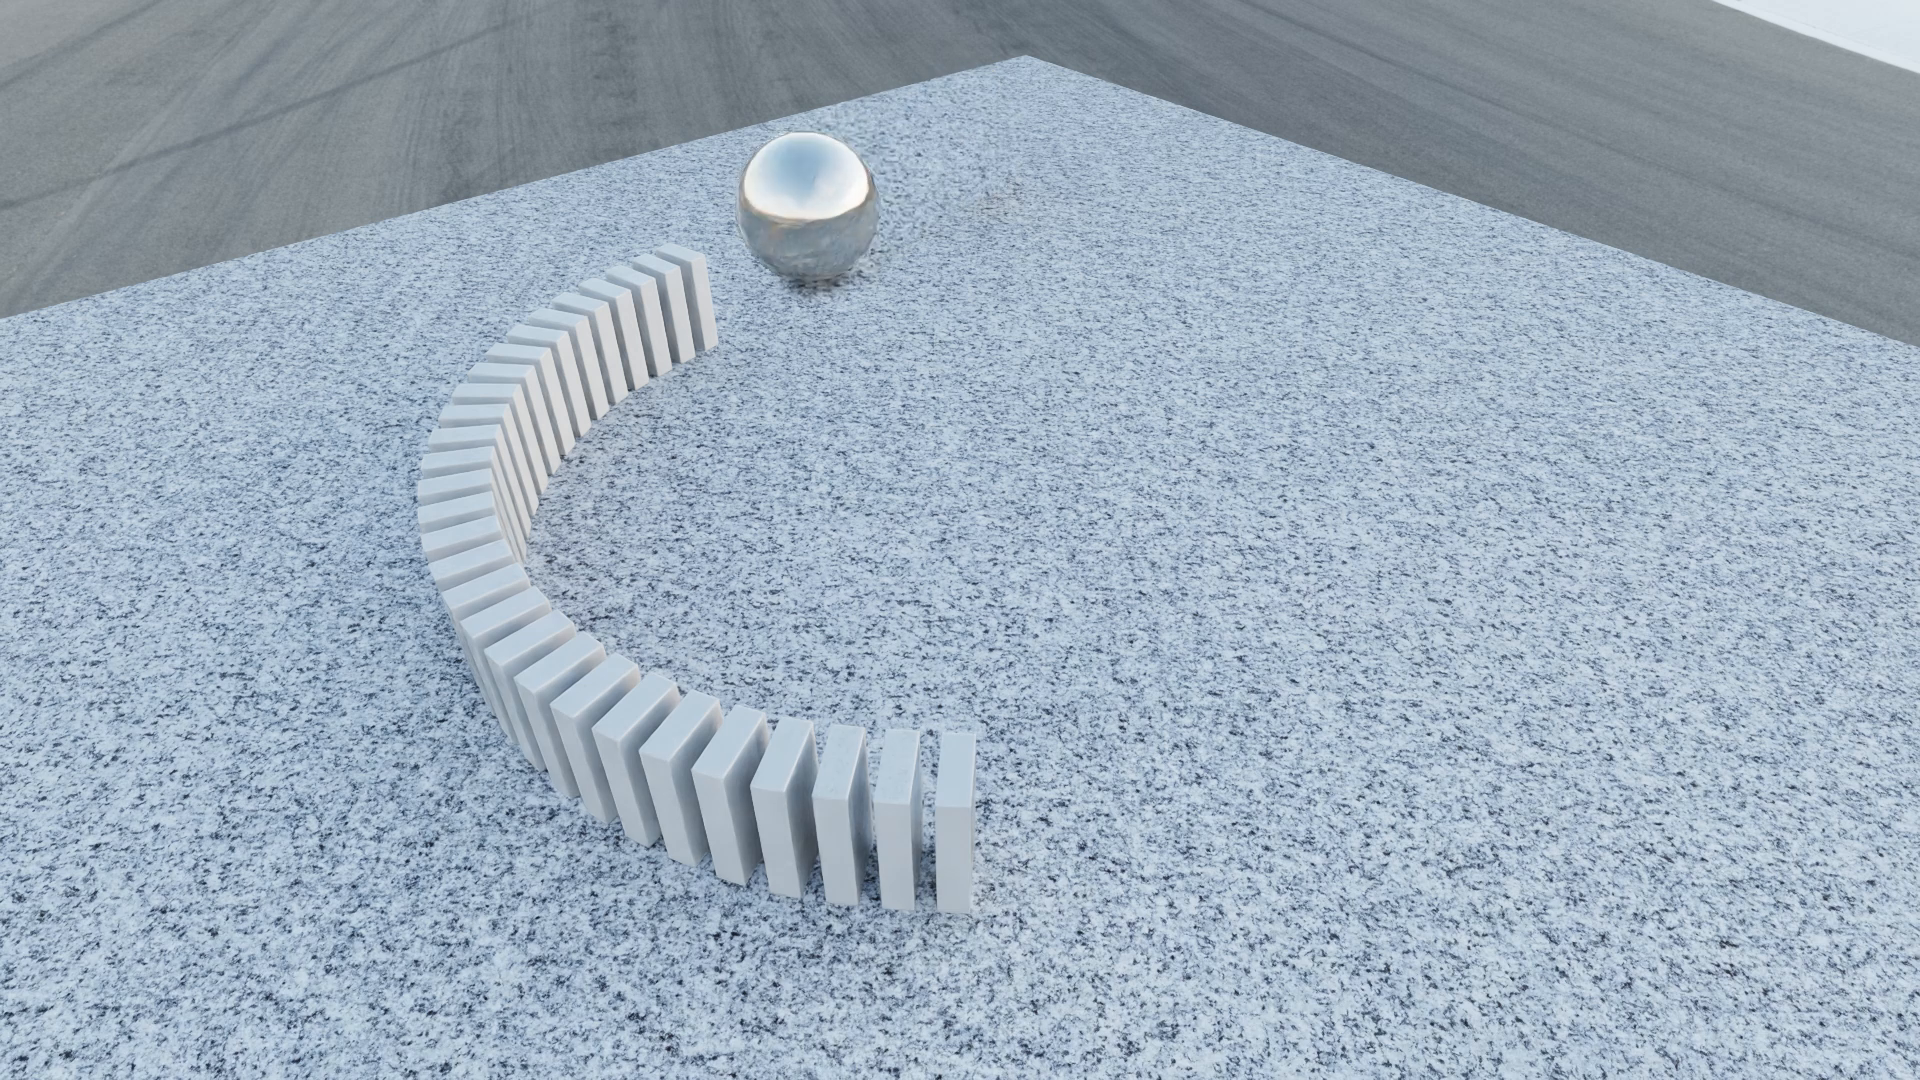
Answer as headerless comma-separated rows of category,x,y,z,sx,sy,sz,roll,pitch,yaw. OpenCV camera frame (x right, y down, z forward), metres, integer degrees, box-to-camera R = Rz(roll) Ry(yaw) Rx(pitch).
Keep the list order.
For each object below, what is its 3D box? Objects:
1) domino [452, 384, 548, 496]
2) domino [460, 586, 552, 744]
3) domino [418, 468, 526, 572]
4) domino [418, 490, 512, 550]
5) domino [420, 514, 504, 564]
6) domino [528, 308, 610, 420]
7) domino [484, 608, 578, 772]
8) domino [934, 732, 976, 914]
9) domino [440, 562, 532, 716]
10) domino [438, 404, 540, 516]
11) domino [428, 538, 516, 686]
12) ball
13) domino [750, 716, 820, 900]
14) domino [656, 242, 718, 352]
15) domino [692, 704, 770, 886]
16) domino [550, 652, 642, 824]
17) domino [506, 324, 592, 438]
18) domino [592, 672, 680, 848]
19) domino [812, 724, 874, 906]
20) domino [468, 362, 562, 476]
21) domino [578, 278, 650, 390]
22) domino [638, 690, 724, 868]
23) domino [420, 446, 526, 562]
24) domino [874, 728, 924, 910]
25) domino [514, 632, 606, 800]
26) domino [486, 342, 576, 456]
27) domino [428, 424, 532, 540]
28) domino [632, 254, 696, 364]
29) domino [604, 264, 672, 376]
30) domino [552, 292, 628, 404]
domino,-0.193,-0.042,0.462,0.025,0.050,0.010,0,39,0
domino,-0.143,0.042,0.361,0.025,0.050,0.009,-30,48,-31
domino,-0.183,-0.002,0.414,0.025,0.050,0.010,-12,41,-14
domino,-0.177,0.008,0.402,0.025,0.050,0.010,-15,42,-18
domino,-0.170,0.017,0.391,0.025,0.050,0.010,-18,43,-21
domino,-0.181,-0.081,0.511,0.025,0.050,0.009,13,41,15
domino,-0.132,0.049,0.352,0.009,0.050,0.025,31,48,32
domino,-0.001,0.081,0.313,0.009,0.050,0.025,3,39,3
domino,-0.153,0.034,0.370,0.025,0.050,0.009,-26,46,-28
domino,-0.192,-0.032,0.450,0.025,0.050,0.010,-3,39,-3
domino,-0.162,0.025,0.380,0.025,0.050,0.009,-22,44,-25
ball,-0.085,-0.186,0.615,0.080,0.080,0.080,0,39,0
domino,-0.049,0.078,0.317,0.009,0.050,0.025,8,40,9
domino,-0.139,-0.124,0.563,0.025,0.050,0.009,24,45,26
domino,-0.064,0.075,0.320,0.010,0.050,0.025,13,41,15
domino,-0.107,0.061,0.337,0.009,0.050,0.025,23,44,25
domino,-0.186,-0.072,0.499,0.025,0.050,0.009,10,40,12
domino,-0.093,0.067,0.330,0.010,0.050,0.025,19,43,22
domino,-0.033,0.079,0.315,0.009,0.050,0.025,5,40,6
domino,-0.192,-0.052,0.475,0.025,0.050,0.009,4,39,4
domino,-0.167,-0.100,0.533,0.025,0.050,0.010,22,44,24
domino,-0.079,0.071,0.325,0.010,0.050,0.025,16,42,18
domino,-0.187,-0.012,0.426,0.025,0.050,0.009,-9,40,-10
domino,-0.017,0.080,0.313,0.010,0.050,0.025,3,39,4
domino,-0.120,0.055,0.344,0.009,0.050,0.025,27,46,29
domino,-0.189,-0.062,0.487,0.025,0.050,0.010,7,40,8
domino,-0.190,-0.022,0.438,0.025,0.050,0.010,-6,40,-7
domino,-0.149,-0.116,0.553,0.025,0.050,0.010,26,46,28
domino,-0.158,-0.108,0.543,0.025,0.050,0.010,24,45,27
domino,-0.175,-0.091,0.522,0.025,0.050,0.009,17,42,19
